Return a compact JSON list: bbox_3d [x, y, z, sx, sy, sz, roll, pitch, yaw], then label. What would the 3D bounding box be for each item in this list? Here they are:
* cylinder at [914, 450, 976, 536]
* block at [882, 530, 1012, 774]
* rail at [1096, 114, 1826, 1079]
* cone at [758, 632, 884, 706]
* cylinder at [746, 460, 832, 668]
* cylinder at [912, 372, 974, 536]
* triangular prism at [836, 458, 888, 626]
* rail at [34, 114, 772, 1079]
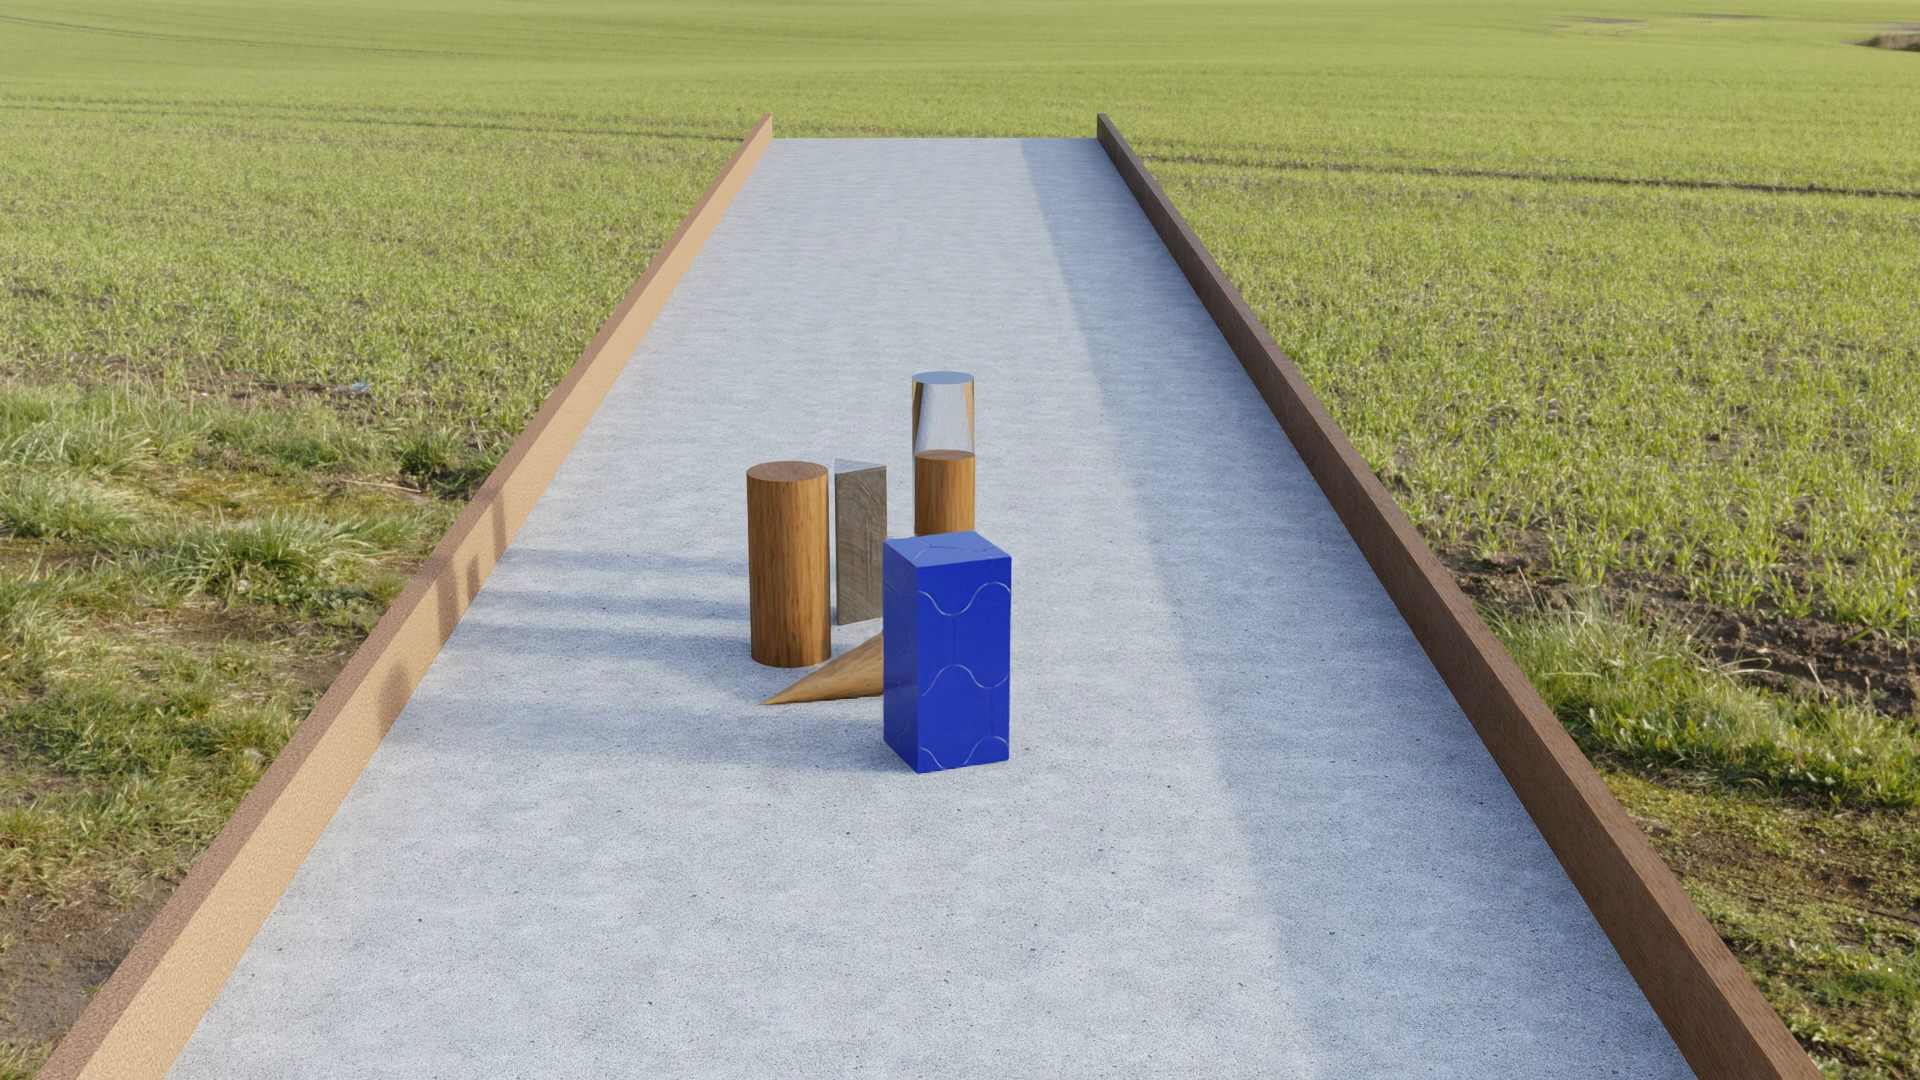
[{"bbox_3d":[-0.031,0.034,4.375,0.120,0.413,0.120,1,12,0],"label":"cylinder"},{"bbox_3d":[-0.025,0.196,3.901,0.174,0.379,0.174,-6,18,-21],"label":"block"},{"bbox_3d":[0.932,-0.844,7.801,0.050,0.150,12.000,0,17,-1],"label":"rail"},{"bbox_3d":[-0.226,0.264,4.207,0.349,0.154,0.154,-18,21,-13],"label":"cone"},{"bbox_3d":[-0.341,0.048,4.394,0.162,0.383,0.162,0,17,0],"label":"cylinder"},{"bbox_3d":[-0.037,-0.136,4.882,0.138,0.458,0.138,0,17,0],"label":"cylinder"},{"bbox_3d":[-0.233,-0.001,4.650,0.123,0.330,0.106,-11,20,-32],"label":"triangular prism"},{"bbox_3d":[-1.118,-0.838,7.780,0.050,0.150,12.000,0,17,-1],"label":"rail"}]
